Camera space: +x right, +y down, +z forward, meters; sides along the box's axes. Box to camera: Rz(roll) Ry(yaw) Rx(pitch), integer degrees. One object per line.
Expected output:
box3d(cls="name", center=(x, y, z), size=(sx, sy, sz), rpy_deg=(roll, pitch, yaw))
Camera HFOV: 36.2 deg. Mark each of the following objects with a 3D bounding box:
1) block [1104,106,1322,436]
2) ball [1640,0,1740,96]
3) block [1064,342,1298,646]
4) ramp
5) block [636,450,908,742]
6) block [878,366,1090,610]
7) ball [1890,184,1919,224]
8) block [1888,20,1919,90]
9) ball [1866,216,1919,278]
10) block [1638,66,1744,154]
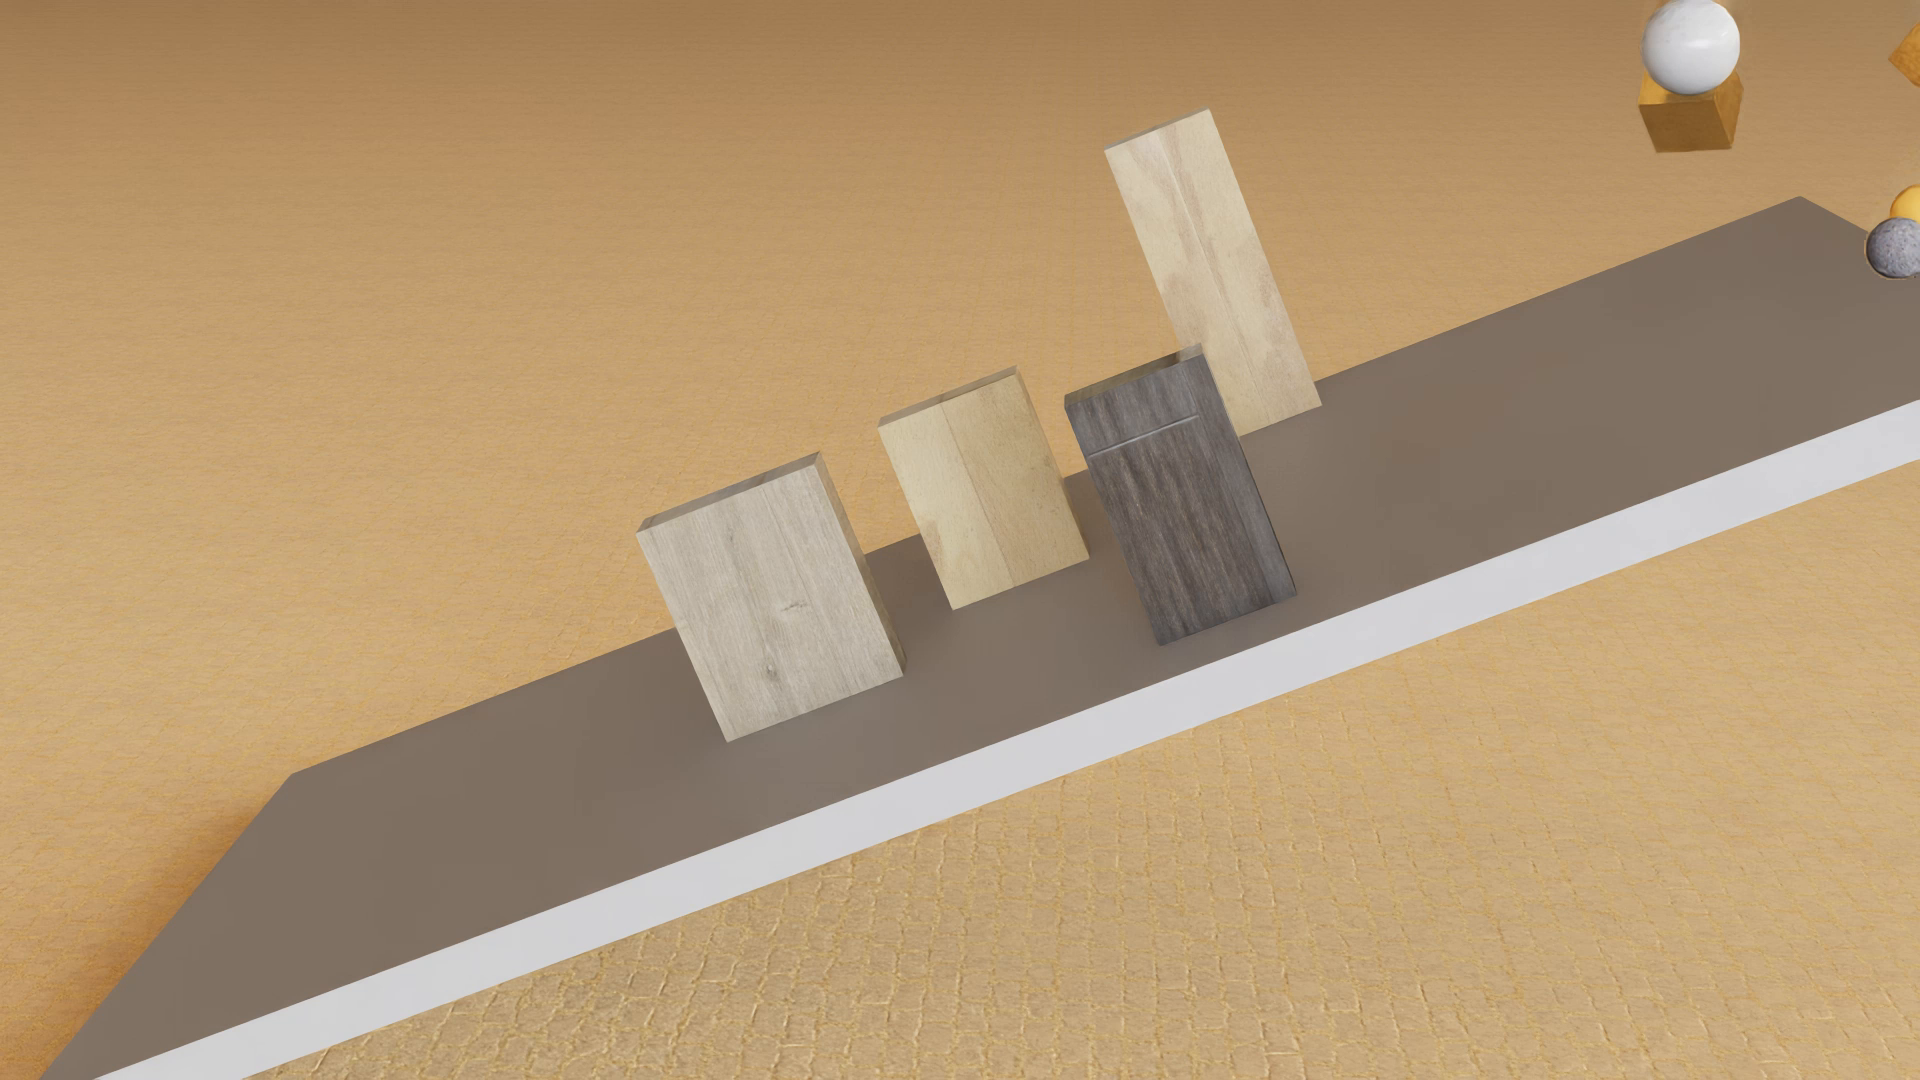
box3d(cls="block", center=(0.591, -0.616, 6.862), size=(0.258, 0.741, 0.092), rpy_deg=(-21, 12, 7))
box3d(cls="ball", center=(1.449, -0.980, 5.838), size=(0.193, 0.193, 0.193), rpy_deg=(0, 14, 0))
box3d(cls="block", center=(0.410, -0.084, 5.476), size=(0.272, 0.489, 0.118), rpy_deg=(-21, 12, 7))
box3d(cls="ramp", center=(0.124, 0.173, 6.290), size=(4.000, 0.100, 2.000), rpy_deg=(-21, 12, 7))
box3d(cls="block", center=(-0.385, 0.117, 6.062), size=(0.395, 0.477, 0.130), rpy_deg=(-21, 12, 7))
box3d(cls="block", center=(0.054, -0.114, 6.379), size=(0.320, 0.434, 0.112), rpy_deg=(-21, 12, 7))
box3d(cls="ball", center=(1.973, -0.665, 6.025), size=(0.131, 0.131, 0.131), rpy_deg=(0, 14, 0))
box3d(cls="block", center=(2.005, -0.959, 5.892), size=(0.165, 0.165, 0.165), rpy_deg=(26, 24, -23))
box3d(cls="ball", center=(1.858, -0.578, 5.824), size=(0.123, 0.123, 0.123), rpy_deg=(0, 14, 0))
box3d(cls="block", center=(1.490, -0.903, 5.997), size=(0.156, 0.156, 0.156), rpy_deg=(1, -31, 30))
